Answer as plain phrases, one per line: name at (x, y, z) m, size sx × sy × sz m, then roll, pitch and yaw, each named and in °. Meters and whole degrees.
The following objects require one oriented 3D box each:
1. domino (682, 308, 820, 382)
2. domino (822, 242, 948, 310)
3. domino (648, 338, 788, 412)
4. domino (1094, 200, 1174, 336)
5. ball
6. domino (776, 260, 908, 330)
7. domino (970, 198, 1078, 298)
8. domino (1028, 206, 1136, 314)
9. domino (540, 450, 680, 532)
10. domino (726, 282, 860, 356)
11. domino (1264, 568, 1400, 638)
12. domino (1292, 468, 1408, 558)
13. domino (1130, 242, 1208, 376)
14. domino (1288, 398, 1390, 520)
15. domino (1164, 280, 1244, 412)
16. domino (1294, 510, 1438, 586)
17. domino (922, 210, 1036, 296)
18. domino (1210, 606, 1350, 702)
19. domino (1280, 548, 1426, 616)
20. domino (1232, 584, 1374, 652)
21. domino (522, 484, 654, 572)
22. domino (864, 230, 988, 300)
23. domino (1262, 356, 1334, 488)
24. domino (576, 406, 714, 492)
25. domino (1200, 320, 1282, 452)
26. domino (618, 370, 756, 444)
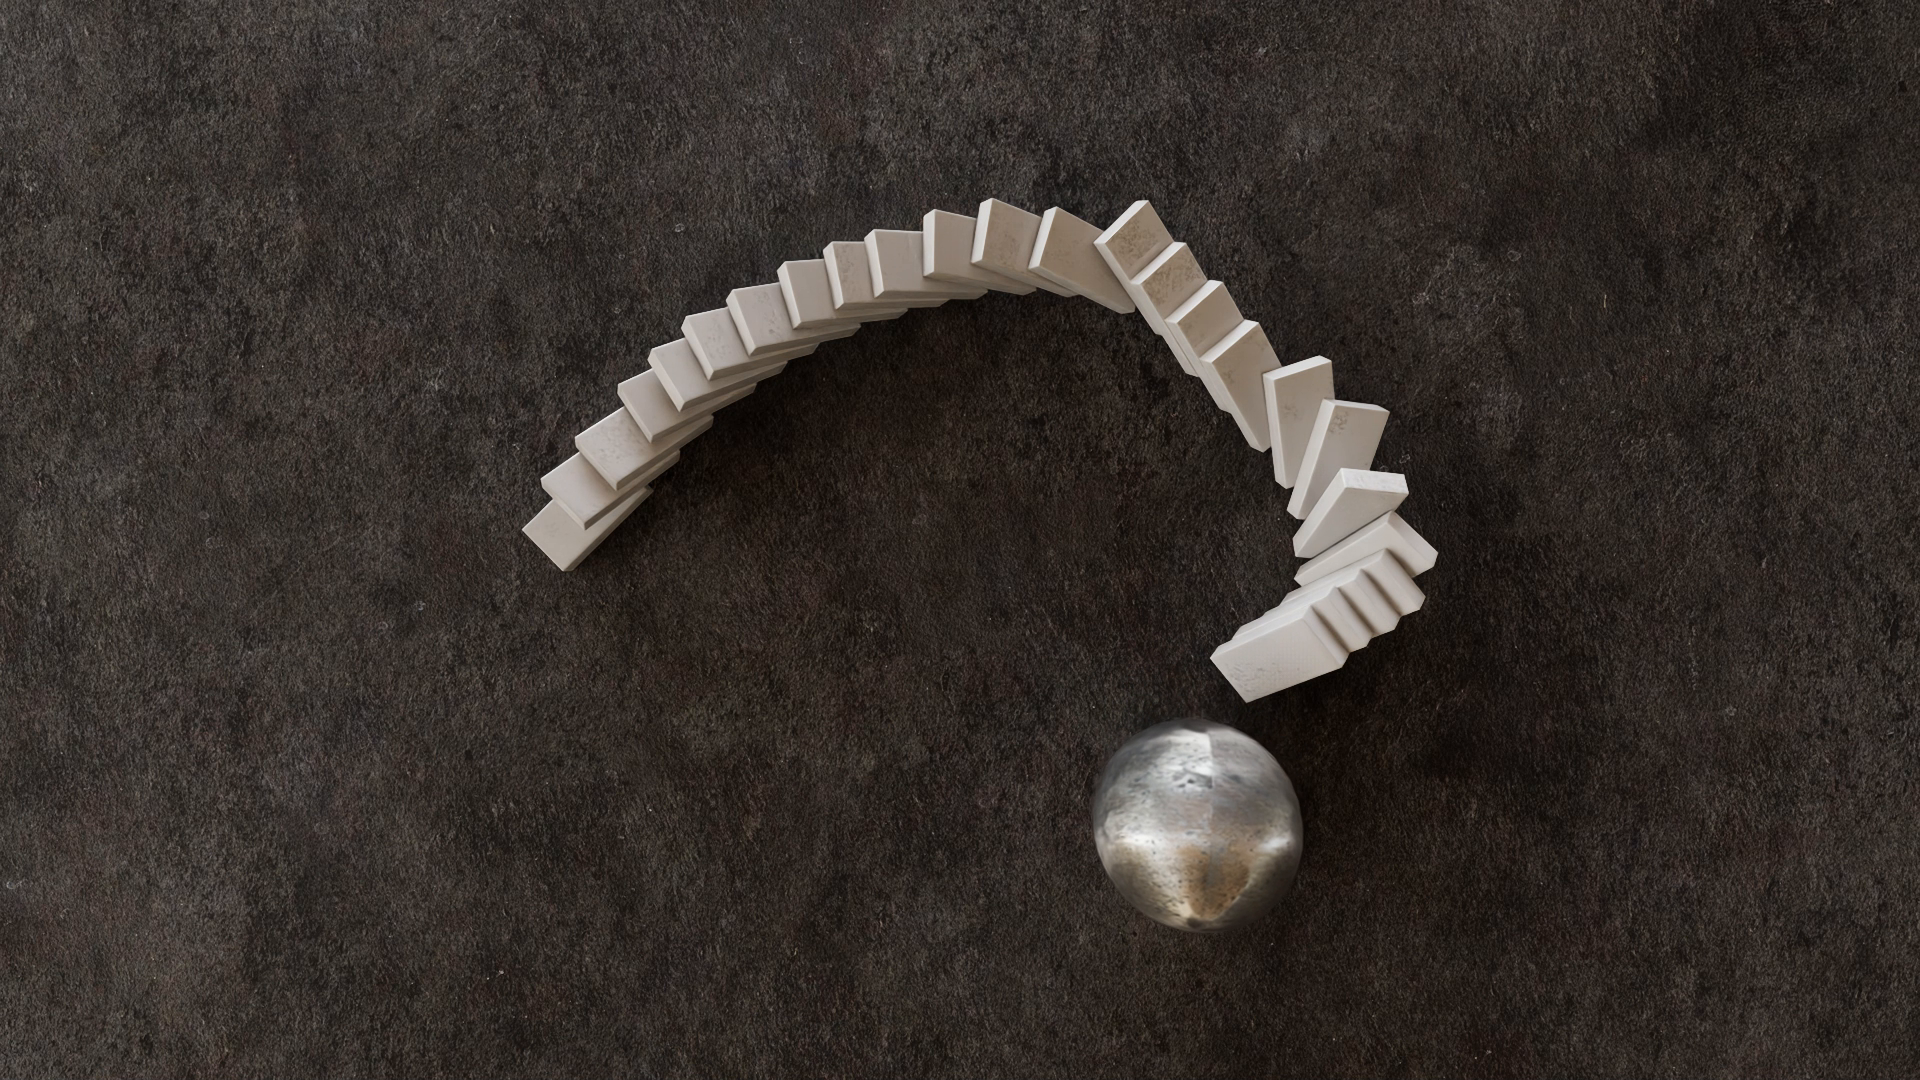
domino at (-0.086, -0.085, 0.381) m, size 0.050 × 0.010 × 0.025 m, roll -24°, pitch 85°, yaw -34°
domino at (-0.030, -0.111, 0.383) m, size 0.050 × 0.010 × 0.025 m, roll -11°, pitch 90°, yaw -31°
domino at (-0.100, -0.074, 0.381) m, size 0.050 × 0.009 × 0.025 m, roll -31°, pitch 88°, yaw -34°
domino at (0.080, -0.113, 0.384) m, size 0.025 × 0.010 × 0.050 m, roll -45°, pitch 118°, yaw -2°
ball at (0.092, 0.111, 0.360) m, size 0.080 × 0.080 × 0.080 m, roll 0°, pitch 90°, yaw 0°
domino at (-0.049, -0.104, 0.383) m, size 0.050 × 0.010 × 0.025 m, roll -15°, pitch 90°, yaw -31°
domino at (0.030, -0.121, 0.383) m, size 0.050 × 0.010 × 0.025 m, roll 10°, pitch 90°, yaw -30°
domino at (0.055, -0.117, 0.385) m, size 0.050 × 0.009 × 0.025 m, roll 17°, pitch 90°, yaw -27°
domino at (-0.145, -0.030, 0.384) m, size 0.025 × 0.009 × 0.050 m, roll 46°, pitch 62°, yaw 0°
domino at (-0.069, -0.094, 0.382) m, size 0.050 × 0.009 × 0.025 m, roll -21°, pitch 88°, yaw -33°
domino at (0.151, 0.033, 0.378) m, size 0.025 × 0.050 × 0.010 m, roll 51°, pitch 49°, yaw 0°
domino at (0.159, -0.009, 0.376) m, size 0.025 × 0.050 × 0.009 m, roll 6°, pitch 56°, yaw -2°
domino at (0.095, -0.096, 0.384) m, size 0.025 × 0.009 × 0.050 m, roll -42°, pitch 118°, yaw -1°
domino at (0.158, -0.032, 0.383) m, size 0.025 × 0.009 × 0.050 m, roll 5°, pitch 114°, yaw -11°
domino at (0.109, -0.080, 0.384) m, size 0.025 × 0.010 × 0.050 m, roll -41°, pitch 118°, yaw 0°
domino at (0.166, 0.011, 0.378) m, size 0.025 × 0.050 × 0.009 m, roll 43°, pitch 50°, yaw 0°
domino at (0.009, -0.120, 0.383) m, size 0.050 × 0.010 × 0.025 m, roll 1°, pitch 90°, yaw -30°
domino at (0.131, 0.048, 0.378) m, size 0.025 × 0.050 × 0.010 m, roll 51°, pitch 49°, yaw 0°
domino at (0.161, 0.025, 0.378) m, size 0.025 × 0.050 × 0.009 m, roll 51°, pitch 49°, yaw 0°
domino at (0.140, 0.040, 0.378) m, size 0.025 × 0.050 × 0.010 m, roll 51°, pitch 49°, yaw 0°
domino at (-0.160, -0.013, 0.395) m, size 0.050 × 0.009 × 0.025 m, roll -44°, pitch 90°, yaw 0°
domino at (-0.014, -0.114, 0.382) m, size 0.050 × 0.010 × 0.025 m, roll -9°, pitch 89°, yaw -31°
domino at (0.144, -0.049, 0.384) m, size 0.025 × 0.010 × 0.050 m, roll -18°, pitch 117°, yaw -2°
domino at (-0.131, -0.045, 0.384) m, size 0.025 × 0.009 × 0.050 m, roll 48°, pitch 62°, yaw 1°
domino at (0.124, -0.064, 0.384) m, size 0.025 × 0.010 × 0.050 m, roll -40°, pitch 117°, yaw 0°
domino at (-0.114, -0.064, 0.385) m, size 0.050 × 0.009 × 0.025 m, roll -34°, pitch 90°, yaw -26°
